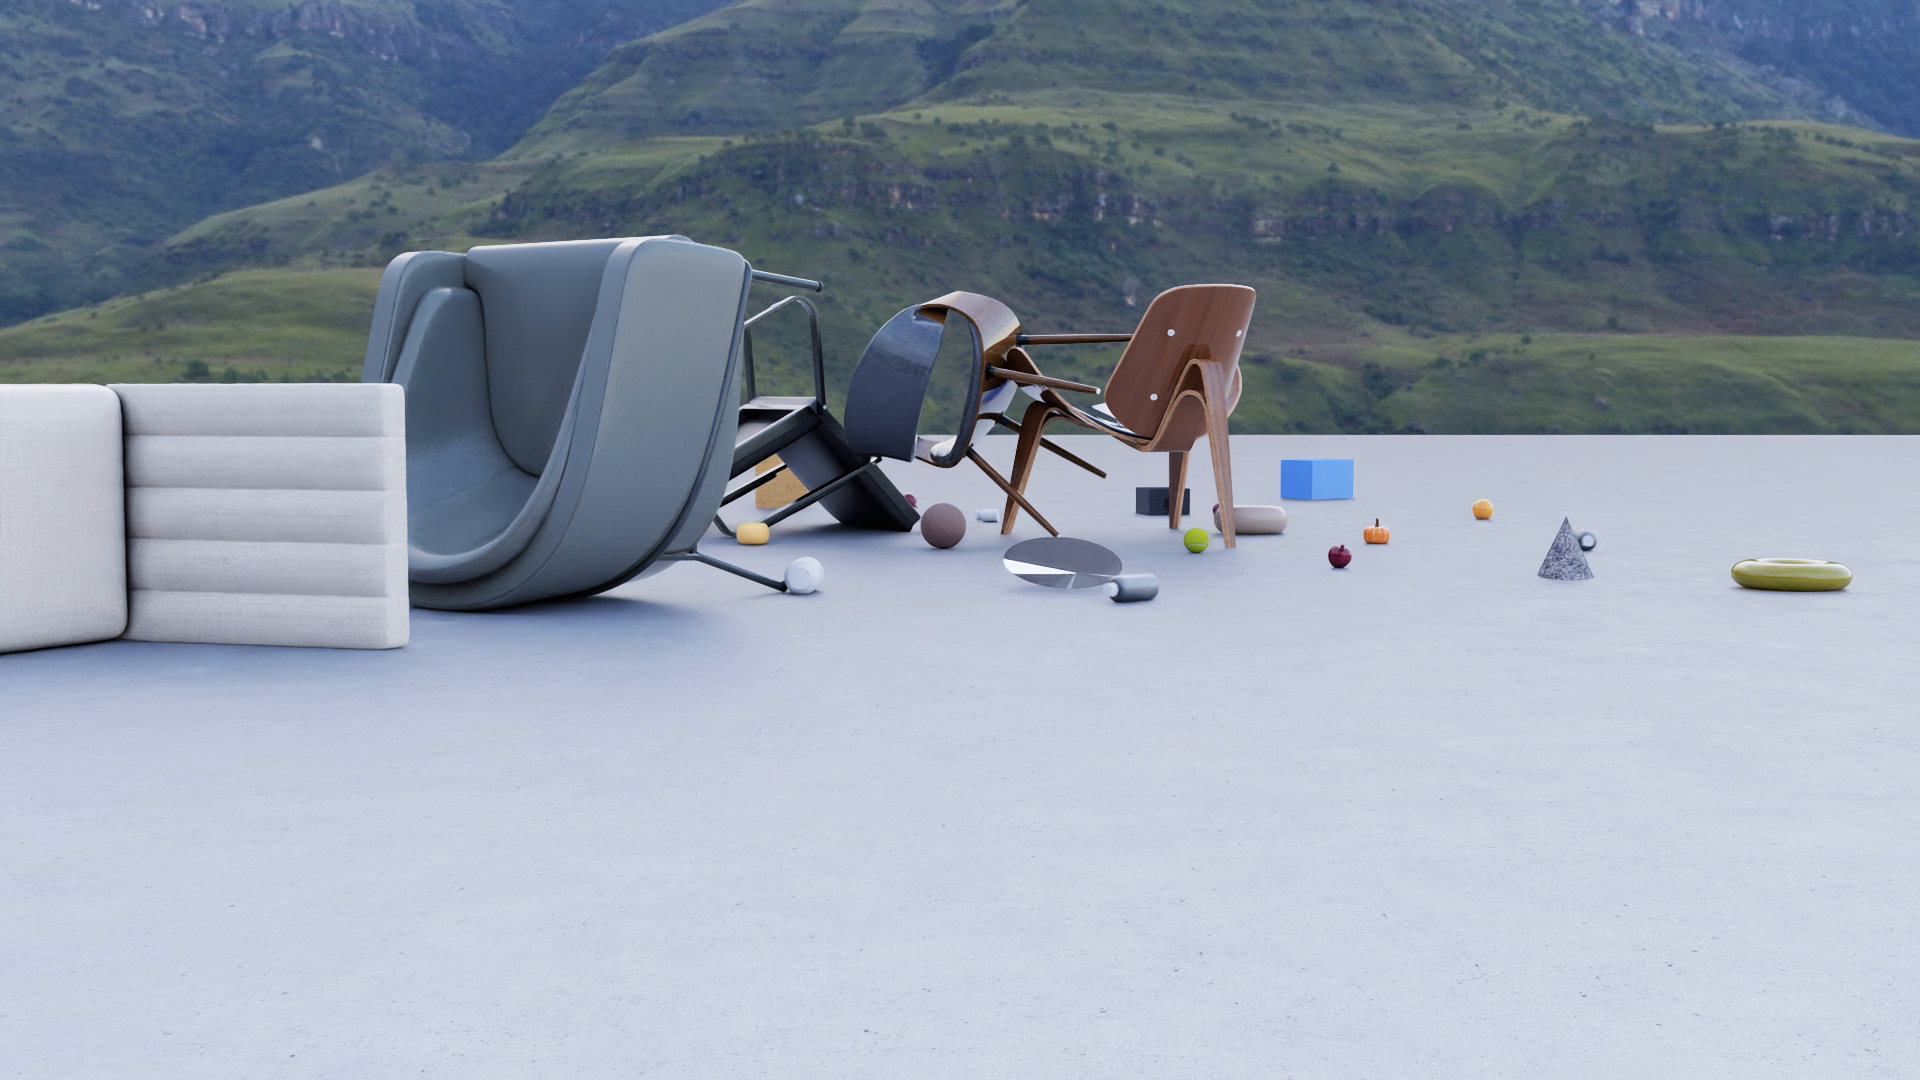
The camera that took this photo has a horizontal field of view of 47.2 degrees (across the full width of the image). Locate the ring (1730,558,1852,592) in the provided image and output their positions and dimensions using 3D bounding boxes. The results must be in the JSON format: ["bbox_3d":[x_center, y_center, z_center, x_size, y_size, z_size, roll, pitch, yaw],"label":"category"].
[{"bbox_3d":[1.873,0.079,4.954,0.261,0.062,0.216,1,5,11],"label":"ring"}]

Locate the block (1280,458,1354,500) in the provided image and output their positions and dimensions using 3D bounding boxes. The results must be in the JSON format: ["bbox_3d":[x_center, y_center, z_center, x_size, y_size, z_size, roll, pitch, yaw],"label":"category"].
[{"bbox_3d":[1.475,-0.253,9.084,0.265,0.158,0.166,-3,5,-41],"label":"block"}]

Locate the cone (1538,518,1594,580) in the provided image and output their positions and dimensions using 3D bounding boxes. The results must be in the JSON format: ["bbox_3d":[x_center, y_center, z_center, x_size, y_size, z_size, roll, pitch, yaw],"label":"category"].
[{"bbox_3d":[1.456,0.014,5.286,0.130,0.145,0.260,1,4,11],"label":"cone"}]

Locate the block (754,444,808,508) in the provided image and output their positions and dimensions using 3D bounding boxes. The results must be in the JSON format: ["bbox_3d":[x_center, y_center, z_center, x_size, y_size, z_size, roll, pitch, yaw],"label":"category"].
[{"bbox_3d":[-0.682,-0.243,8.361,0.193,0.236,0.165,0,4,-7],"label":"block"}]

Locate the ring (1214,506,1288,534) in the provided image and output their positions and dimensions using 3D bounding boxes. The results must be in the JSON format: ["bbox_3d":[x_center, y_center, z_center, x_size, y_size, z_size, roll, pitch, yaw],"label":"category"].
[{"bbox_3d":[0.906,-0.063,6.843,0.242,0.087,0.170,0,2,-17],"label":"ring"}]

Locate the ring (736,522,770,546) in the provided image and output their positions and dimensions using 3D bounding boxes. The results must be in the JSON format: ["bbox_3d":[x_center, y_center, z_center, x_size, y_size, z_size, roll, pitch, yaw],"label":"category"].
[{"bbox_3d":[-0.603,-0.018,6.404,0.095,0.057,0.213,-2,3,-3],"label":"ring"}]

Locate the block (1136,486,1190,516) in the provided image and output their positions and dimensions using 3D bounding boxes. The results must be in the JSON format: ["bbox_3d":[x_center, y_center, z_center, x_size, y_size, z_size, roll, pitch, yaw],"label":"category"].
[{"bbox_3d":[0.728,-0.140,7.900,0.155,0.094,0.137,-1,4,-16],"label":"block"}]

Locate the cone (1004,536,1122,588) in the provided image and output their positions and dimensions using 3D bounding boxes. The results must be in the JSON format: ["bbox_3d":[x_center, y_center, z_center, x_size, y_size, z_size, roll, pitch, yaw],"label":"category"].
[{"bbox_3d":[0.262,0.072,5.085,0.274,0.117,0.260,5,-8,14],"label":"cone"}]
